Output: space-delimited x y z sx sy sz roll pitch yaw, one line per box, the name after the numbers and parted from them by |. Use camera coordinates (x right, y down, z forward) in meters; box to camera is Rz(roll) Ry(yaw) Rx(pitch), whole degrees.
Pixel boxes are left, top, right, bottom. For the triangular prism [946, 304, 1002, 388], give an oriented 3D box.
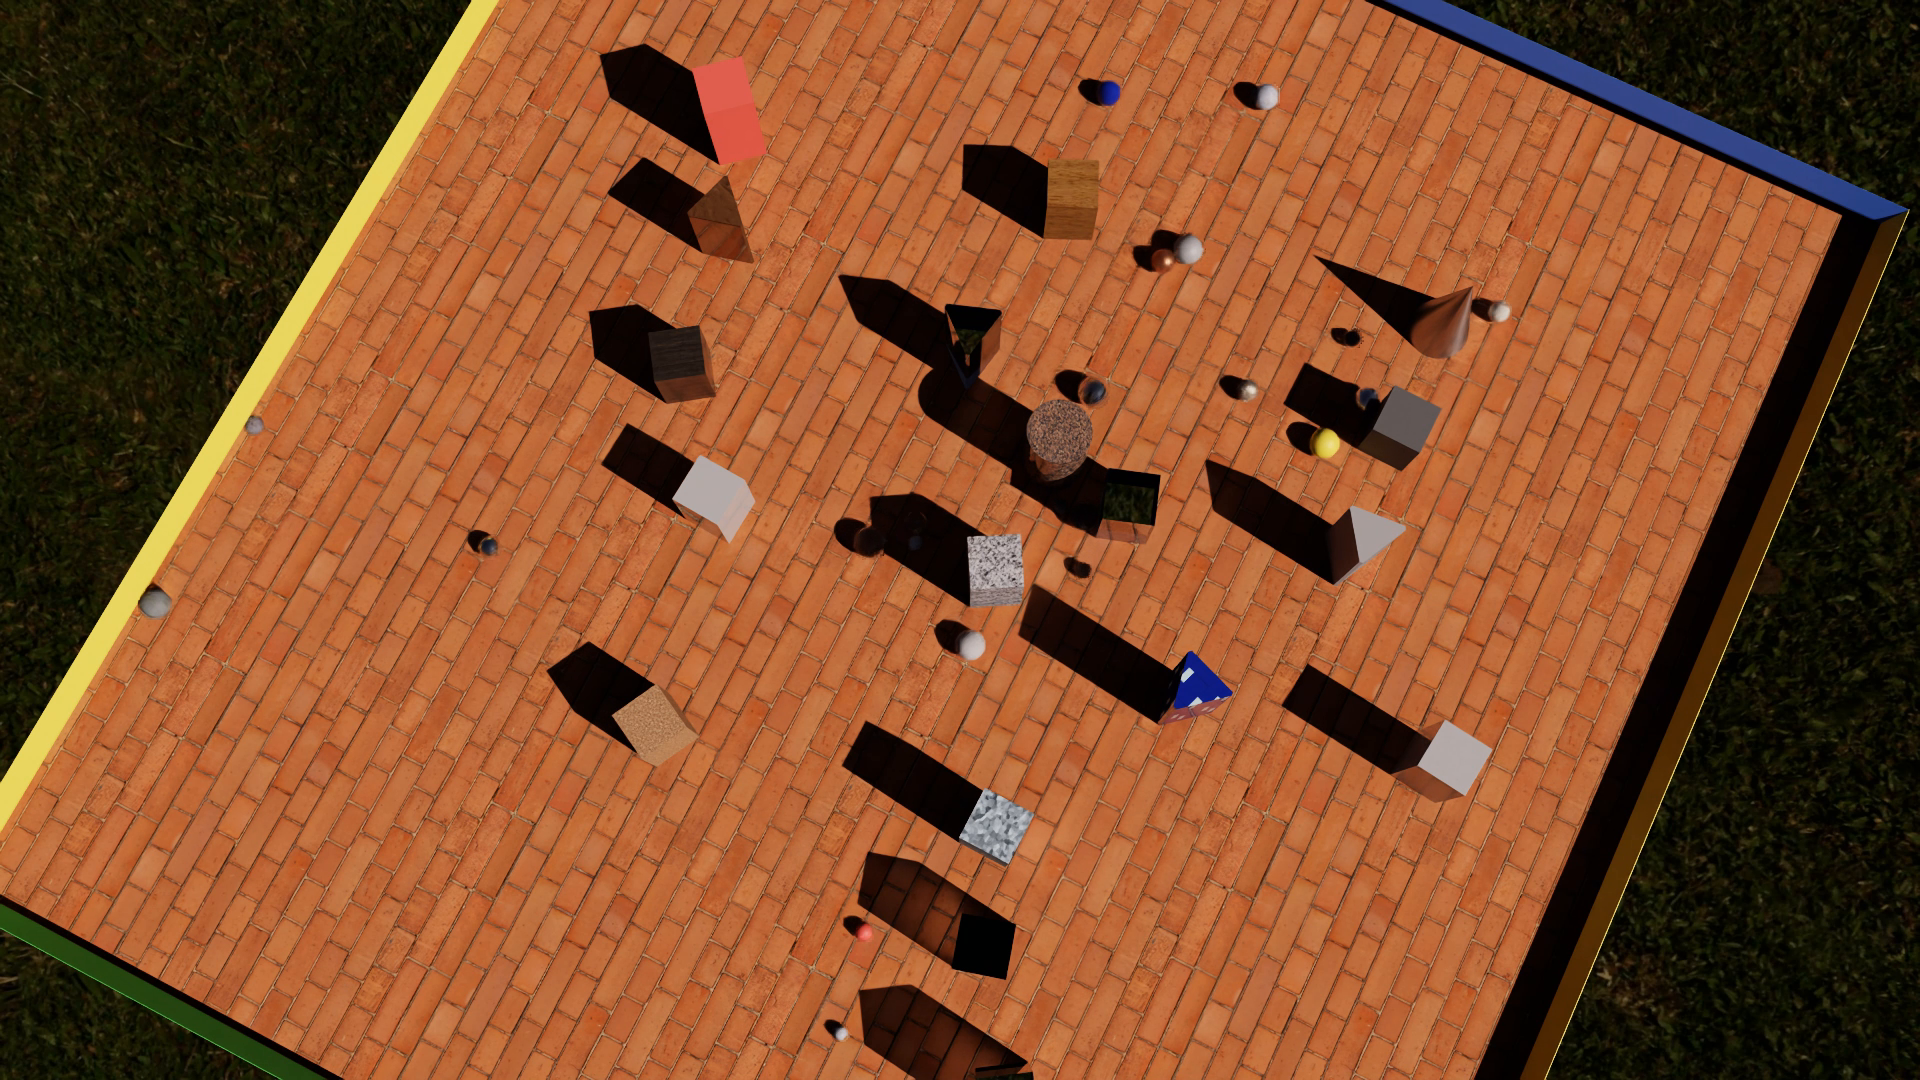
0.015 -0.614 5.562 0.145 0.355 0.167 36 81 7 | triangular prism

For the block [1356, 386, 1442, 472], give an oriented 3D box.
1.332 -0.337 5.568 0.155 0.232 0.155 28 80 5 | block

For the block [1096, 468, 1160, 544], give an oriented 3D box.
0.502 -0.099 5.497 0.155 0.273 0.155 8 78 2 | block

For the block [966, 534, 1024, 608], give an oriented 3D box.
0.103 0.094 5.438 0.155 0.312 0.155 -3 78 -1 | block

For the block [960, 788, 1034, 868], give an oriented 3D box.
0.102 0.829 5.257 0.155 0.368 0.155 27 80 5 | block

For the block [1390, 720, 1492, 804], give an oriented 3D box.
1.392 0.645 5.313 0.155 0.333 0.155 33 80 6 | block

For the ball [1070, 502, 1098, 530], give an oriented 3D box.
0.380 -0.071 5.588 0.085 0.085 0.085 0 78 0 | ball

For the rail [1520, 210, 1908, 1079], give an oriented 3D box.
1.925 0.949 5.355 0.045 0.126 4.509 26 80 5 | rail

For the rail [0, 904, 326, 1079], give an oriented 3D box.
-0.998 1.961 5.146 4.353 0.126 0.045 26 80 5 | rail

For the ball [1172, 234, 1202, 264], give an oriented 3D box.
0.716 -0.912 5.757 0.094 0.094 0.094 0 78 0 | ball

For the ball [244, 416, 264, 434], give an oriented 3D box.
-2.180 -0.355 5.661 0.057 0.057 0.057 0 78 0 | ball

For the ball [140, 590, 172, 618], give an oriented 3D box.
-2.428 0.192 5.532 0.089 0.089 0.089 0 78 0 | ball

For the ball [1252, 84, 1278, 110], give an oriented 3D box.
0.978 -1.419 5.868 0.082 0.082 0.082 0 78 0 | ball

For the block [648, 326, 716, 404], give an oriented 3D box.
-0.848 -0.534 5.603 0.155 0.243 0.155 -9 78 -2 | block

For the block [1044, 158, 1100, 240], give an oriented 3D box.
0.344 -1.056 5.697 0.155 0.270 0.155 2 78 0 | block

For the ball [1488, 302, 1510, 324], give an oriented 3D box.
1.686 -0.712 5.729 0.068 0.068 0.068 0 78 0 | ball

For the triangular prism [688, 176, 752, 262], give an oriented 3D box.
-0.720 -0.996 5.659 0.167 0.320 0.145 12 79 2 | triangular prism

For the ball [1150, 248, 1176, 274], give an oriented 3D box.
0.637 -0.876 5.758 0.078 0.078 0.078 0 78 0 | ball

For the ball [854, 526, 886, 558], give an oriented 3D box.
-0.275 0.006 5.566 0.096 0.096 0.096 0 78 0 | ball

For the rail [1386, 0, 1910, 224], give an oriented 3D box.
0.998 -1.947 5.954 4.353 0.126 0.045 26 80 5 | rail

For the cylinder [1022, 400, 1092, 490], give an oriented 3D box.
0.290 -0.282 5.501 0.193 0.340 0.193 0 78 0 | cylinder

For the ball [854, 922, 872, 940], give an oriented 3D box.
-0.282 1.144 5.353 0.053 0.053 0.053 0 78 0 | ball

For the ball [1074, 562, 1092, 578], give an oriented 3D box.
0.375 0.093 5.571 0.051 0.051 0.051 0 78 0 | ball

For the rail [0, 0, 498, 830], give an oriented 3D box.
-1.925 -0.936 5.745 0.045 0.126 4.509 26 80 5 | rail

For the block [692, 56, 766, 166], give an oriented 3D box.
-0.713 -1.330 5.699 0.155 0.378 0.155 -15 79 -3 | block

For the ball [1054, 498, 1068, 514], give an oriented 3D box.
0.311 -0.104 5.616 0.044 0.044 0.044 0 78 0 | ball

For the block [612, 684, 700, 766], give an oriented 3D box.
-0.888 0.545 5.368 0.155 0.266 0.155 -35 80 -7 | block

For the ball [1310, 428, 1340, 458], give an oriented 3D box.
1.120 -0.296 5.631 0.093 0.093 0.093 0 78 0 | ball

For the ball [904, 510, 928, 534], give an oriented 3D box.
-0.135 -0.055 5.592 0.071 0.071 0.071 0 78 0 | ball

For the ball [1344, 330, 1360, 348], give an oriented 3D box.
1.224 -0.628 5.720 0.053 0.053 0.053 0 78 0 | ball

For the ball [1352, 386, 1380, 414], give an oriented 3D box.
1.257 -0.432 5.663 0.084 0.084 0.084 0 78 0 | ball

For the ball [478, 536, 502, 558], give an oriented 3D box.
-1.430 0.023 5.577 0.069 0.069 0.069 0 78 0 | ball

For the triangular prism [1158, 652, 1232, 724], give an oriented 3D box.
0.659 0.422 5.308 0.167 0.434 0.145 -13 79 -3 | triangular prism

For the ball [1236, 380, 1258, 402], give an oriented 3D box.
0.889 -0.463 5.677 0.068 0.068 0.068 0 78 0 | ball

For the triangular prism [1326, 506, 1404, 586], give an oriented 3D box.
1.165 -0.003 5.425 0.167 0.376 0.145 -37 81 -7 | triangular prism

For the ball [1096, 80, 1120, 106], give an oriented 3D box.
0.475 -1.431 5.872 0.080 0.080 0.080 0 78 0 | ball

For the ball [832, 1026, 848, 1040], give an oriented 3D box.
-0.347 1.425 5.301 0.041 0.041 0.041 0 78 0 | ball

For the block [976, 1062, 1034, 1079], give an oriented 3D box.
0.129 1.558 5.113 0.155 0.354 0.155 -6 78 -1 | block

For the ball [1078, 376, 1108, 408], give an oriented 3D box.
0.411 -0.458 5.662 0.097 0.097 0.097 0 78 0 | ball

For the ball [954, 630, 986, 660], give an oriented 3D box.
0.031 0.315 5.503 0.094 0.094 0.094 0 78 0 | ball

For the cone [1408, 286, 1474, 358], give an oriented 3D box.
1.500 -0.702 5.555 0.193 0.405 0.193 0 78 0 | cone

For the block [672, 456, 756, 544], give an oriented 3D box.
-0.735 -0.119 5.497 0.155 0.282 0.155 29 80 6 | block

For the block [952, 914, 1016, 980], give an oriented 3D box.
0.066 1.157 5.228 0.155 0.292 0.155 11 79 2 | block

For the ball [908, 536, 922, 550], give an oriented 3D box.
-0.135 0.008 5.593 0.043 0.043 0.043 0 78 0 | ball
